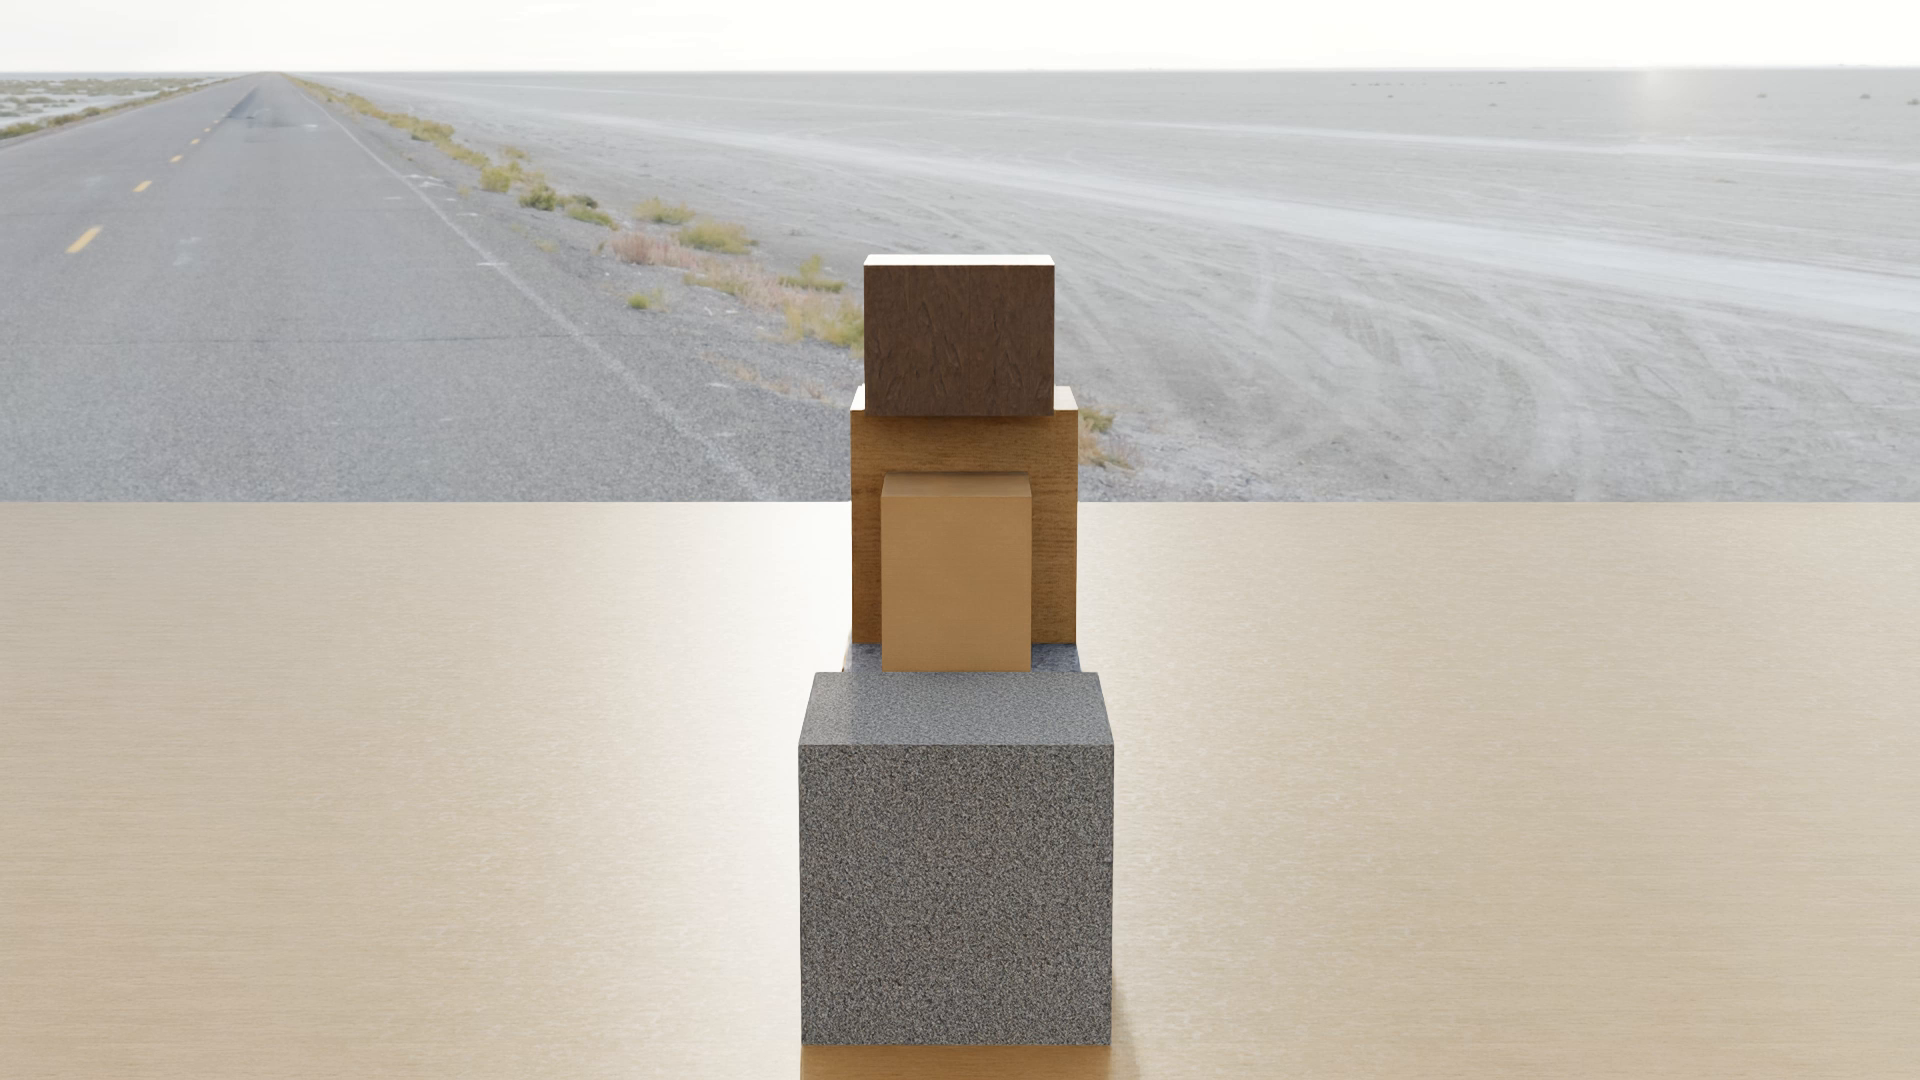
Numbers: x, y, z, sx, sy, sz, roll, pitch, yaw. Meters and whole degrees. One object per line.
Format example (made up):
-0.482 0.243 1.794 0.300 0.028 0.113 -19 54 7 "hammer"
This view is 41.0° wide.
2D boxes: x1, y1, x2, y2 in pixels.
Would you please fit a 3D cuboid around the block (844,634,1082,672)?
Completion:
0.012 1.024 10.964 0.987 1.062 1.090 0 10 0 "block"

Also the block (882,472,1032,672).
-0.015 0.138 10.749 0.608 0.759 0.673 0 10 0 "block"

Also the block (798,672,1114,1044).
-0.014 1.190 9.853 1.136 1.134 1.137 0 10 0 "block"

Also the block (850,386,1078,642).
0.018 -0.131 11.510 0.975 1.020 0.888 0 10 0 "block"

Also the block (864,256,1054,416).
-0.003 -0.888 11.034 0.794 0.632 0.660 0 10 0 "block"

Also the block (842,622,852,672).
-0.003 0.922 12.001 1.053 0.893 0.968 0 10 0 "block"
